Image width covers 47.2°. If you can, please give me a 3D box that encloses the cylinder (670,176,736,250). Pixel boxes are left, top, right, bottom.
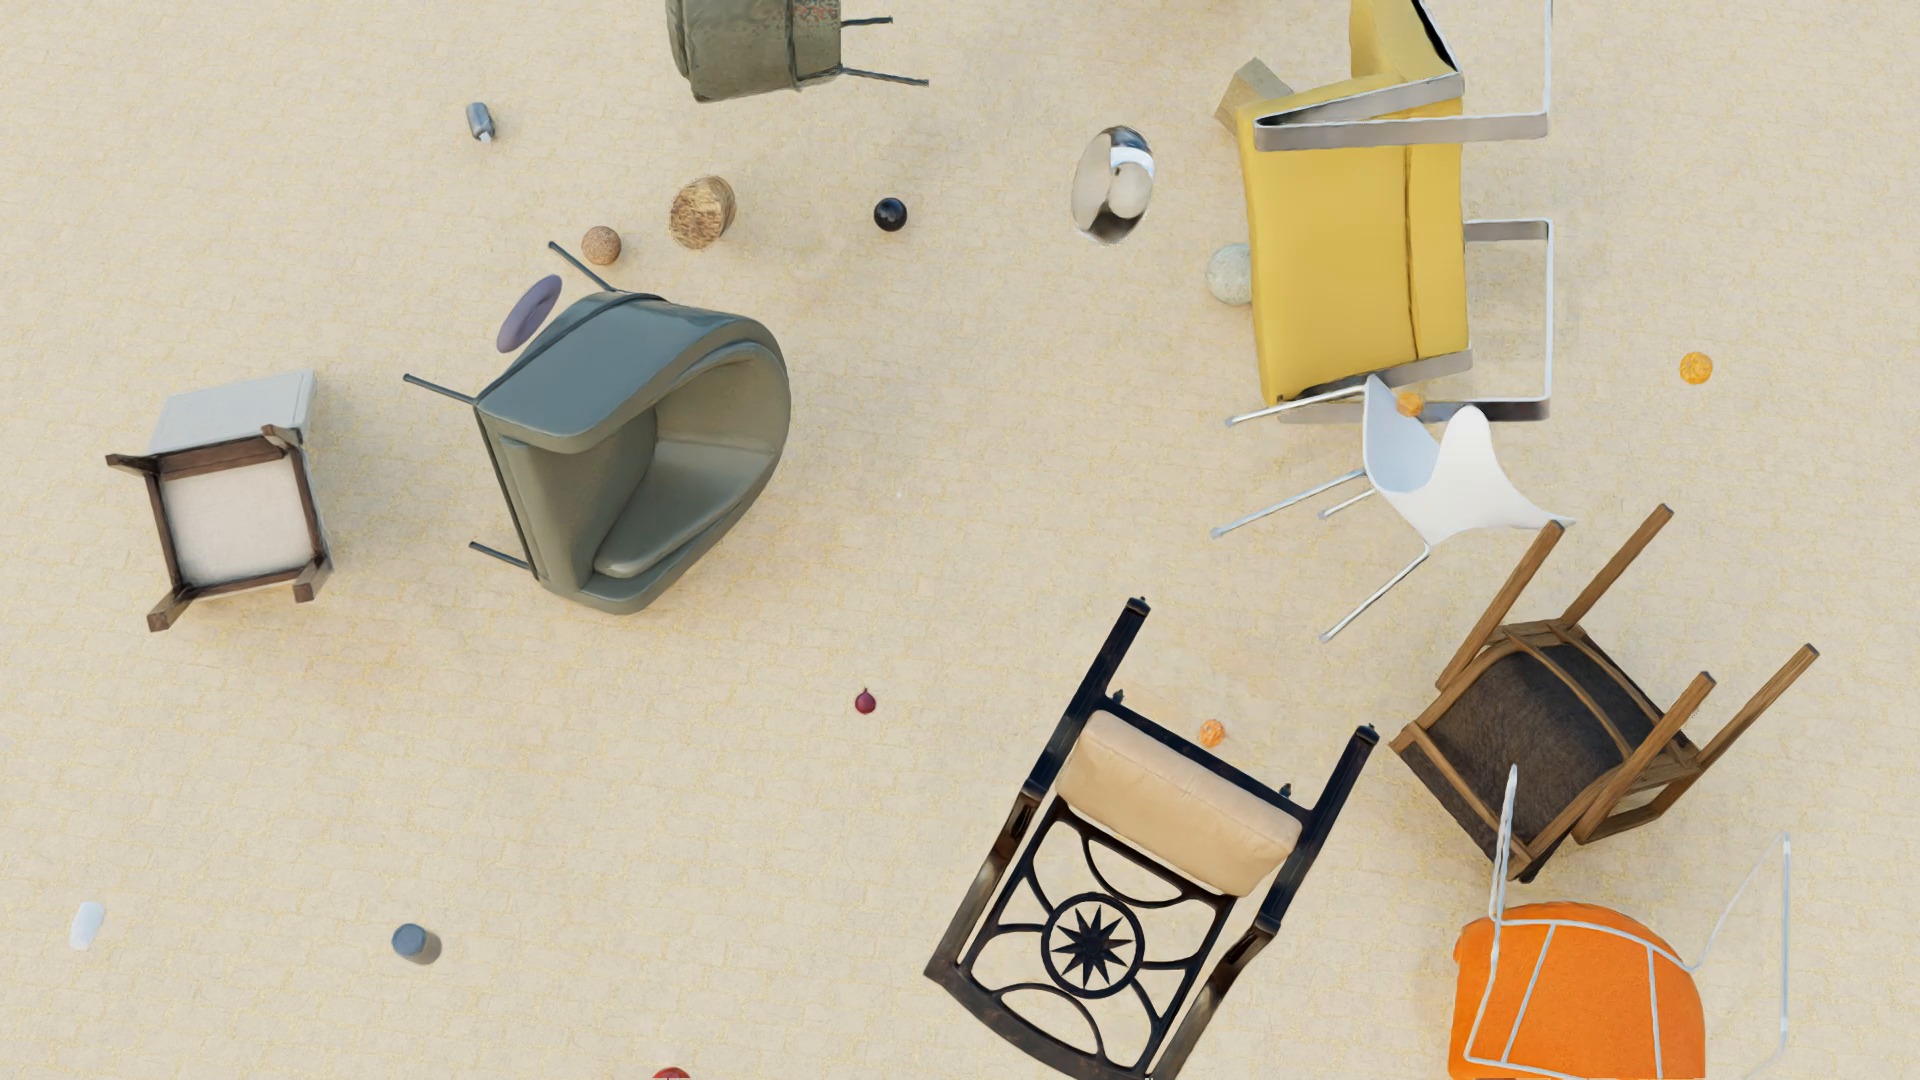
[{"bbox_3d":[-0.825,-1.057,7.084,0.164,0.207,0.245,8,17,3],"label":"cylinder"}]

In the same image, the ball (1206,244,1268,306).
[{"bbox_3d":[0.884,-0.848,7.025,0.197,0.197,0.197,0,56,0],"label":"ball"}]

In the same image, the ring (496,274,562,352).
[{"bbox_3d":[-1.183,-0.623,6.041,0.050,0.114,0.280,27,67,17],"label":"ring"}]

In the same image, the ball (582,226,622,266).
[{"bbox_3d":[-1.164,-0.956,7.138,0.128,0.128,0.128,0,56,0],"label":"ball"}]

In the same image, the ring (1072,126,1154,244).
[{"bbox_3d":[0.468,-1.093,6.781,0.126,0.424,0.364,7,86,-22],"label":"ring"}]

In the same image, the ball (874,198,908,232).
[{"bbox_3d":[-0.228,-1.068,7.222,0.115,0.115,0.115,0,56,0],"label":"ball"}]

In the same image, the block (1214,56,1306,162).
[{"bbox_3d":[1.000,-1.439,7.355,0.233,0.256,0.102,45,66,10],"label":"block"}]
